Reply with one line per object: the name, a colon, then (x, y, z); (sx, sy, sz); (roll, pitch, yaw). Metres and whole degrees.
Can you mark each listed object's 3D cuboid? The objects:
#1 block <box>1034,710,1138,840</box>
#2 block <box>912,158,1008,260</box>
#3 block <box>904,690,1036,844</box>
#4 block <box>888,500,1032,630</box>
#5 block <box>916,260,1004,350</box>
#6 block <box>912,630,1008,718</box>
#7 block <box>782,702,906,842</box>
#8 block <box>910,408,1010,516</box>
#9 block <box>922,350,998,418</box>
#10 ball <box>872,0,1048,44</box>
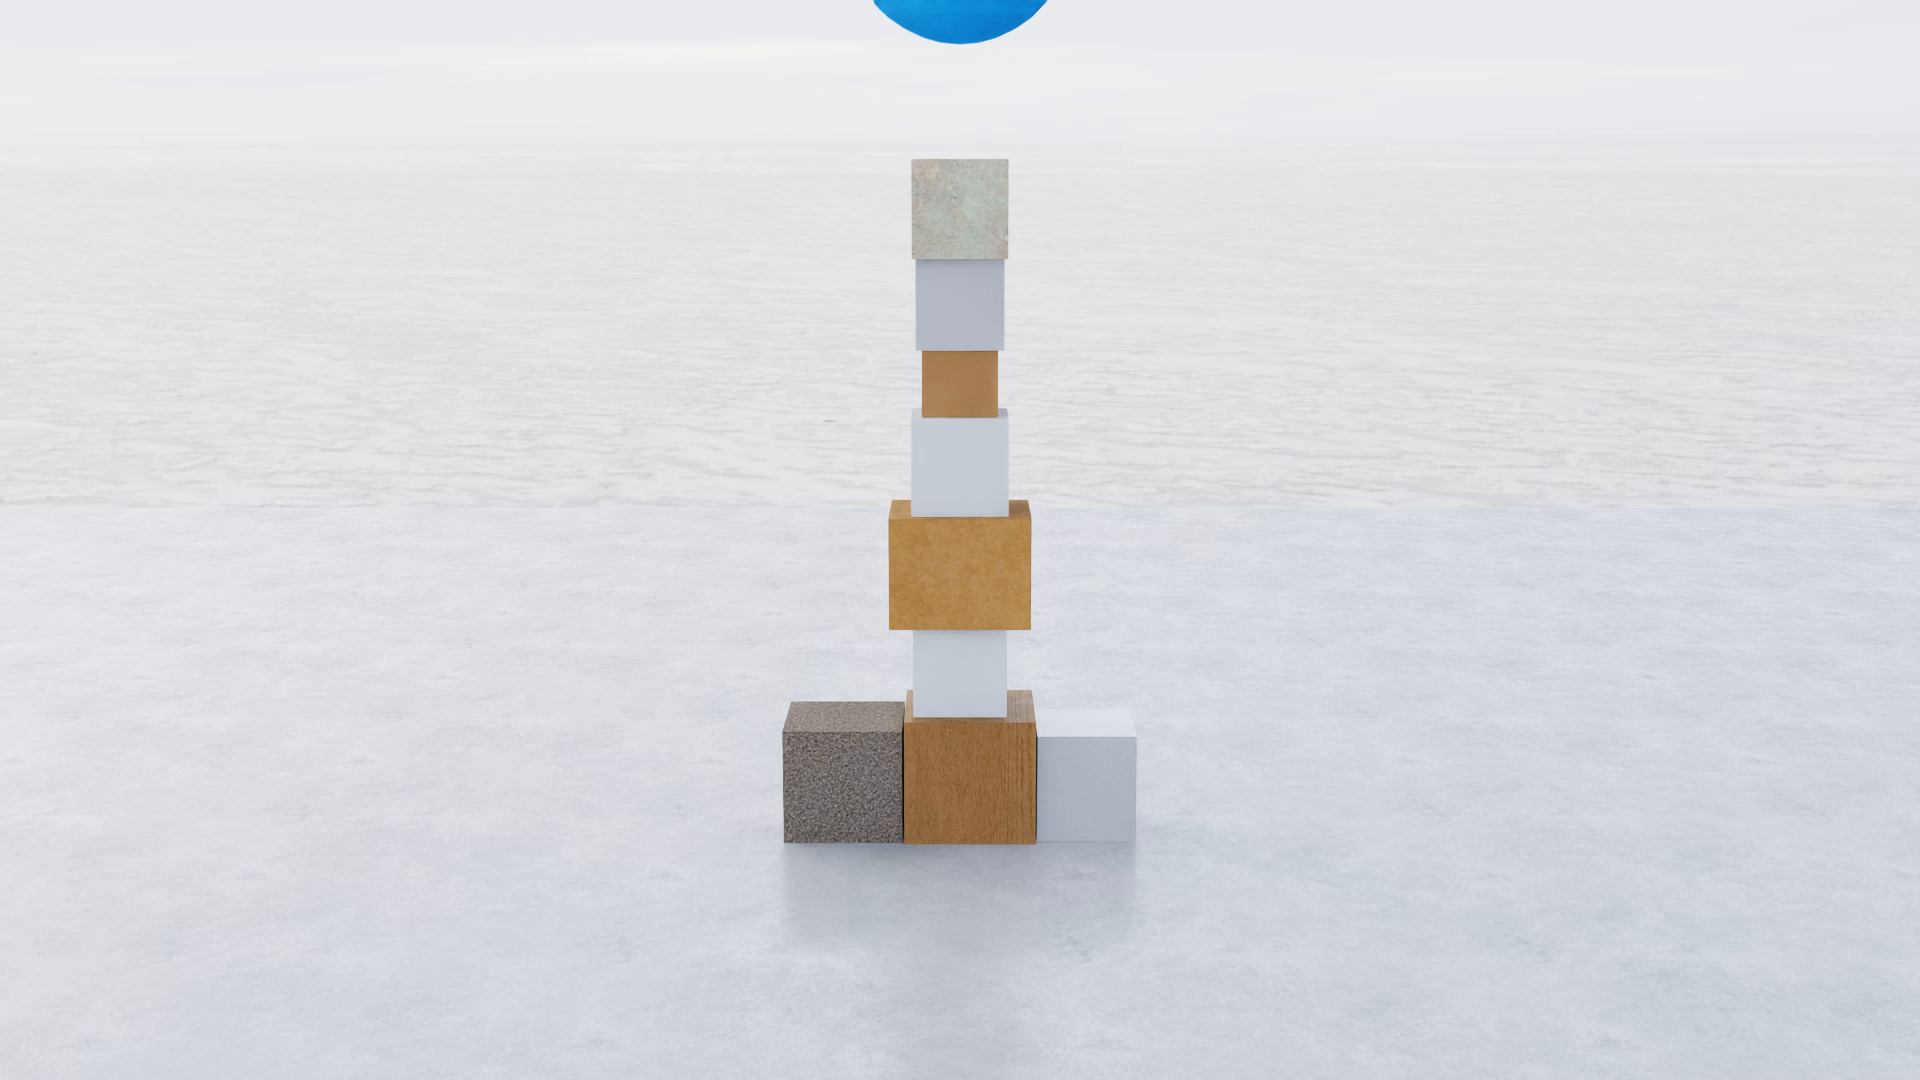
block: (0.641, 1.210, 11.382); (0.502, 0.547, 0.541); (0, 10, 0)
block: (0.000, -1.643, 10.882); (0.471, 0.478, 0.451); (0, 10, 0)
block: (0.050, 1.166, 11.380); (0.661, 0.635, 0.667); (0, 10, 0)
block: (0.000, 0.119, 11.190); (0.707, 0.561, 0.601); (0, 10, 0)
block: (0.000, -1.186, 10.964); (0.436, 0.449, 0.372); (0, 10, 0)
block: (0.000, 0.620, 11.306); (0.472, 0.465, 0.511); (0, 10, 0)
block: (-0.591, 1.193, 11.378); (0.601, 0.581, 0.607); (0, 10, 0)
block: (0.000, -0.396, 11.096); (0.483, 0.487, 0.466); (0, 10, 0)
block: (0.000, -0.805, 11.052); (0.378, 0.333, 0.381); (0, 10, 0)
ball: (0.000, -4.341, 15.630); (1.600, 1.600, 1.600); (0, 10, 0)
